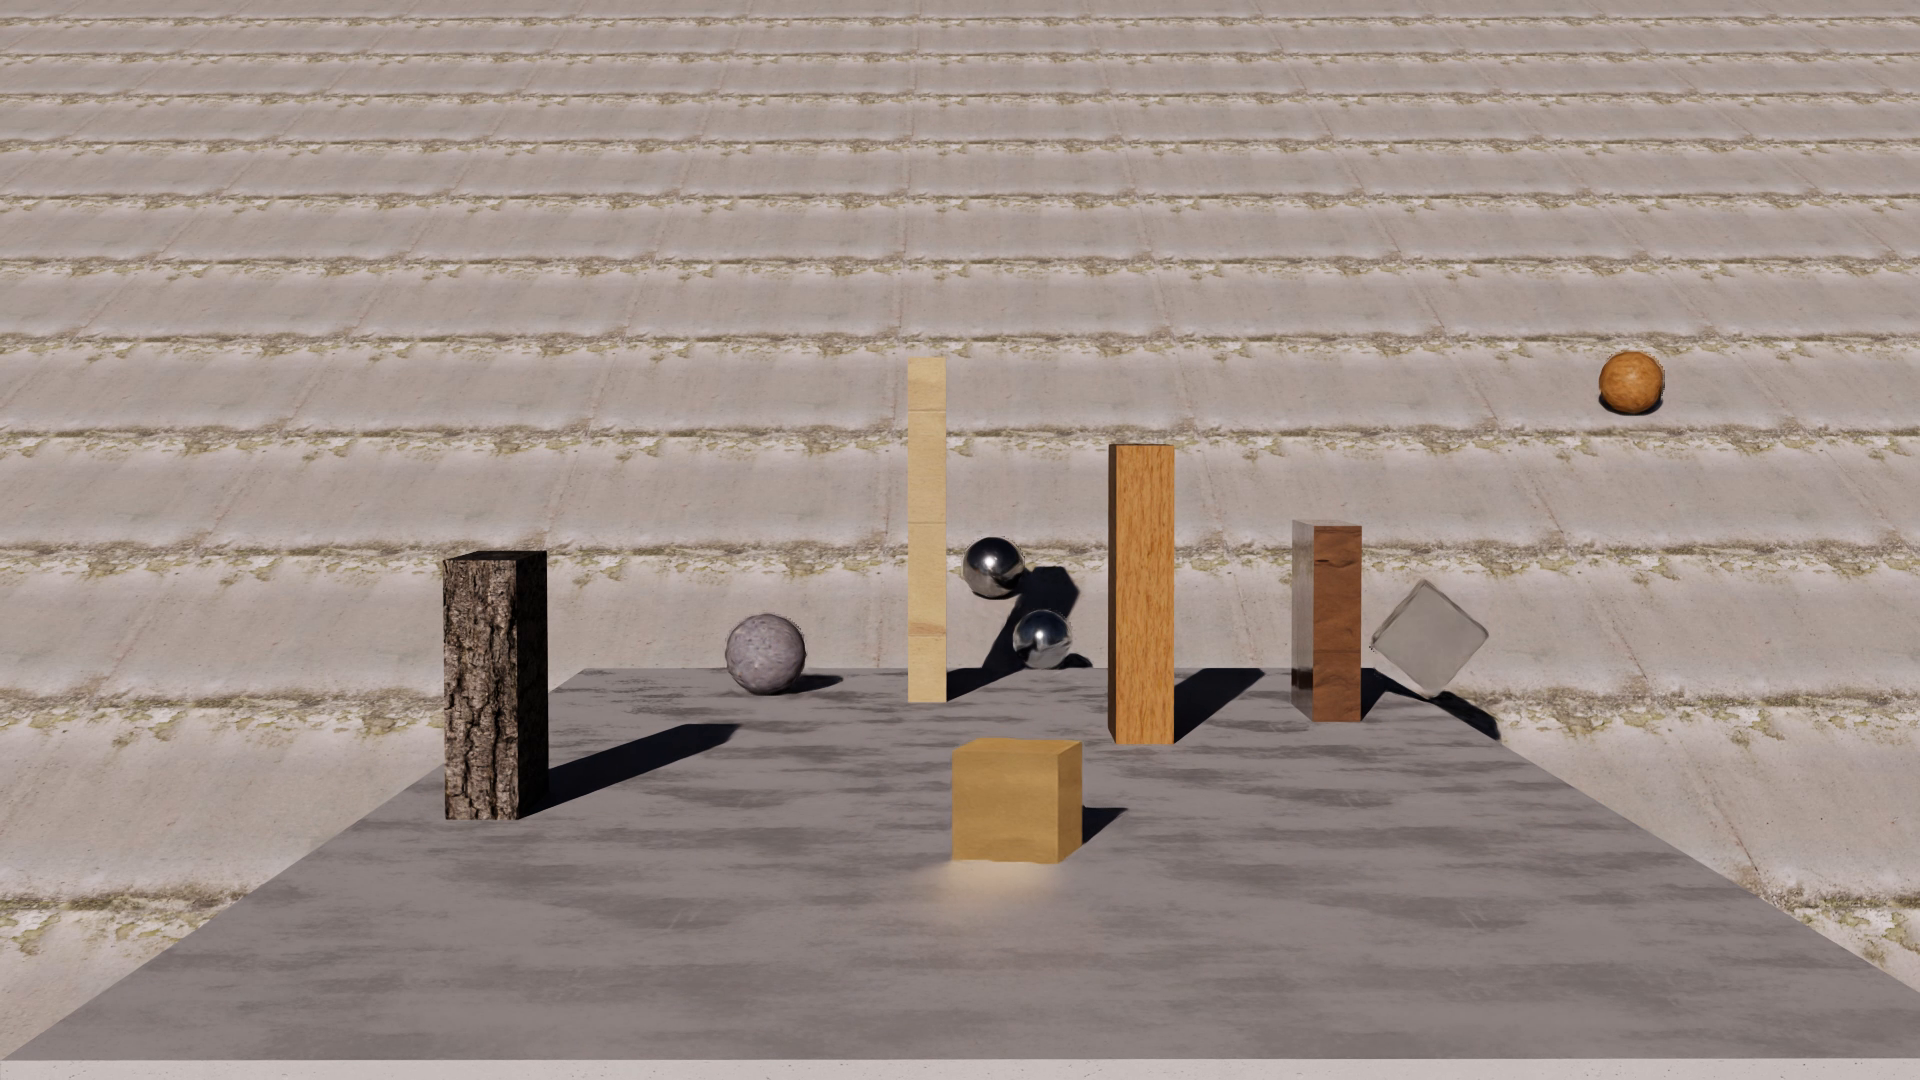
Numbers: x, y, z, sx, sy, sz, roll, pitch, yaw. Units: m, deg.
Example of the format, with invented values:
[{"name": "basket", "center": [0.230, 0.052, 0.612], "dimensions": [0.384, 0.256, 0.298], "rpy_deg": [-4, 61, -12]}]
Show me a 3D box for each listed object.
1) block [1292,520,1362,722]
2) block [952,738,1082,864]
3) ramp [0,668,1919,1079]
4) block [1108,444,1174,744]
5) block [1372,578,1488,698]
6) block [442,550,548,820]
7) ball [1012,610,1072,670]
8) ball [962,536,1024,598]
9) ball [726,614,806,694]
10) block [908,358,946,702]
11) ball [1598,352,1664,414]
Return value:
[{"name": "block", "center": [0.785, 0.167, 5.525], "dimensions": [0.100, 0.409, 0.344], "rpy_deg": [0, 3, 0]}, {"name": "block", "center": [0.085, 0.377, 3.745], "dimensions": [0.156, 0.156, 0.156], "rpy_deg": [1, 3, 15]}, {"name": "ramp", "center": [0.052, 0.468, 4.535], "dimensions": [2.000, 0.100, 4.000], "rpy_deg": [0, 3, 0]}, {"name": "block", "center": [0.358, 0.101, 5.113], "dimensions": [0.112, 0.580, 0.266], "rpy_deg": [0, 3, 0]}, {"name": "block", "center": [1.046, 0.216, 5.734], "dimensions": [0.180, 0.180, 0.180], "rpy_deg": [40, 9, 4]}, {"name": "block", "center": [-0.755, 0.229, 4.201], "dimensions": [0.115, 0.409, 0.306], "rpy_deg": [0, 3, 0]}, {"name": "ball", "center": [0.208, 0.251, 6.483], "dimensions": [0.152, 0.152, 0.152], "rpy_deg": [0, 22, 0]}, {"name": "ball", "center": [0.092, 0.075, 7.161], "dimensions": [0.170, 0.170, 0.170], "rpy_deg": [0, 22, 0]}, {"name": "ball", "center": [-0.446, 0.262, 5.905], "dimensions": [0.185, 0.185, 0.185], "rpy_deg": [0, 22, 0]}, {"name": "block", "center": [-0.074, -0.029, 5.887], "dimensions": [0.084, 0.768, 0.328], "rpy_deg": [0, 3, 0]}, {"name": "ball", "center": [2.235, -0.524, 8.566], "dimensions": [0.209, 0.209, 0.209], "rpy_deg": [0, 22, 0]}]
